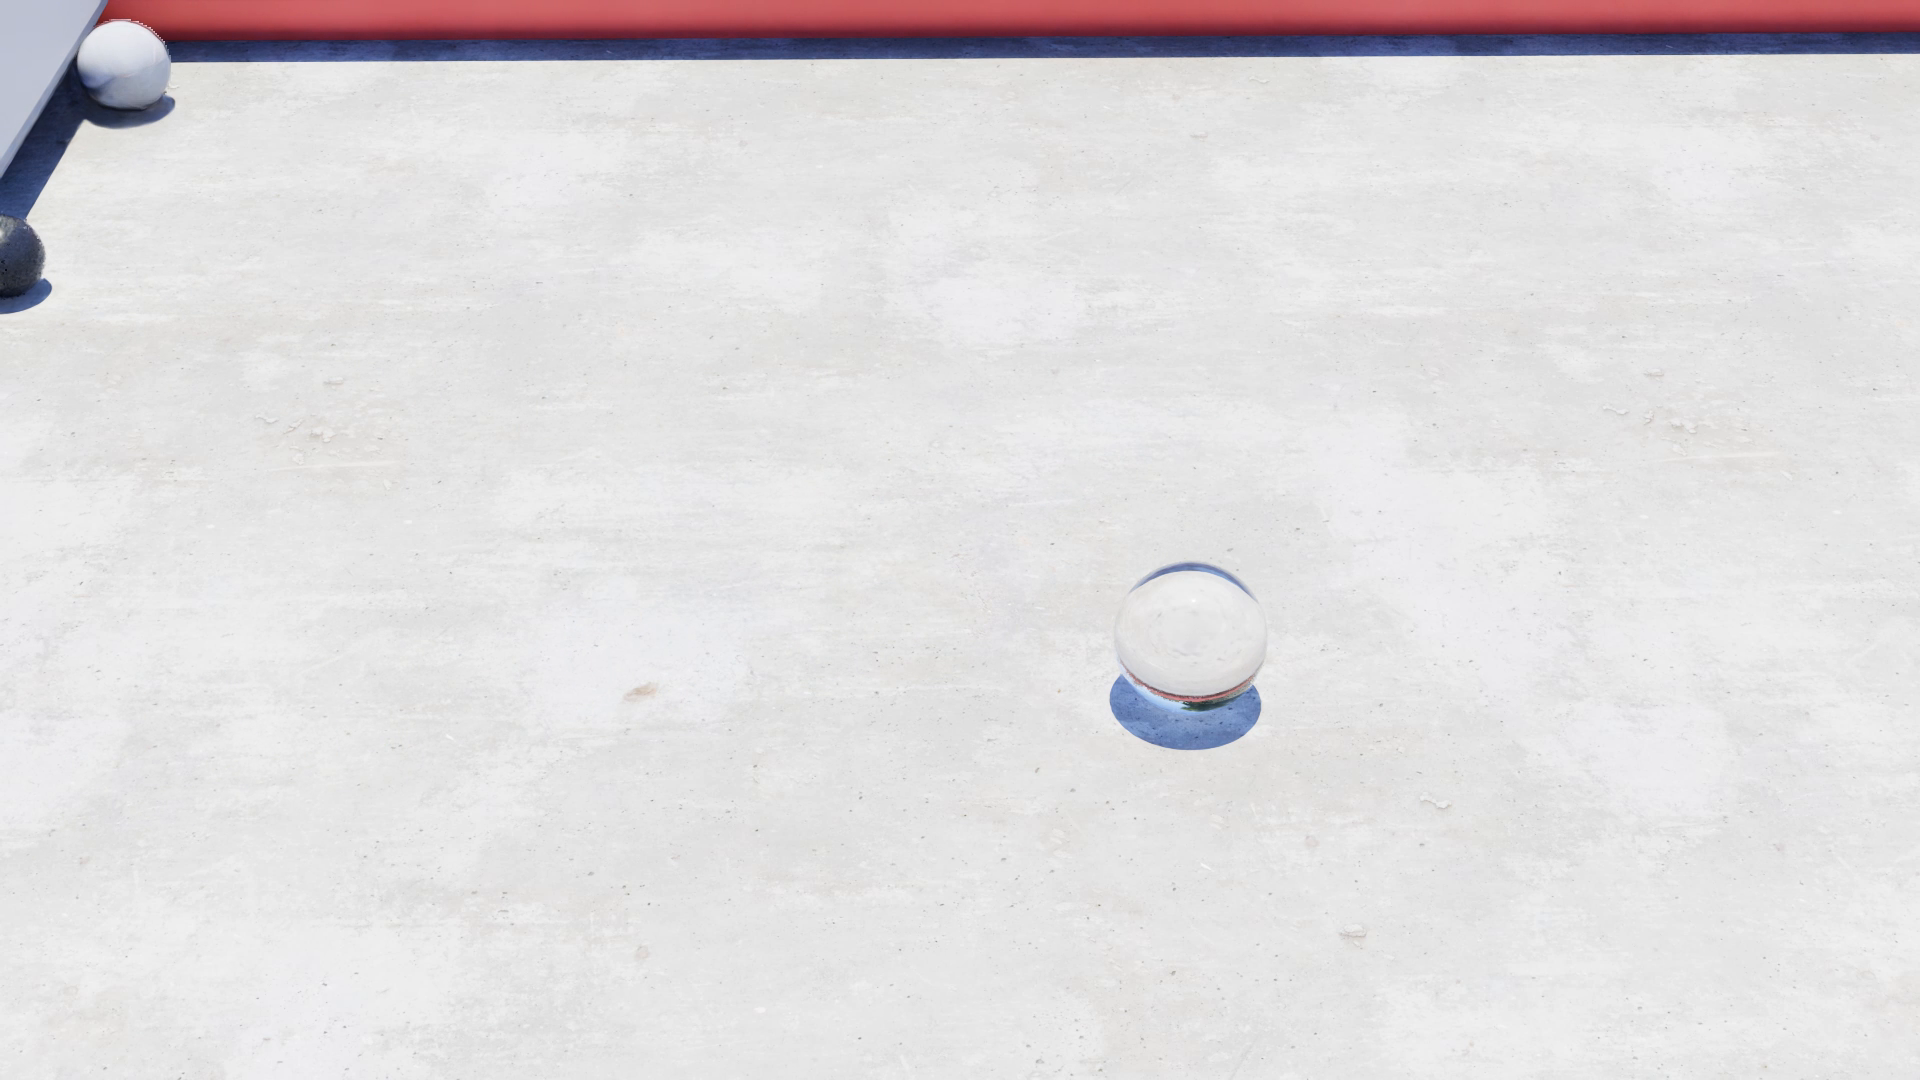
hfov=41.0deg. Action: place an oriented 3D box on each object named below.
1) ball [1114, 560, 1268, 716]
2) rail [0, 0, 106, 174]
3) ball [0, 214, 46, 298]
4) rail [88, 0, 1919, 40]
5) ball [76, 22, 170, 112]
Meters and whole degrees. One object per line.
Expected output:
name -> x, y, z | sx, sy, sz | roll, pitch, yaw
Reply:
ball -> 0.144, 0.061, 1.604 | 0.097, 0.097, 0.097 | 0, 36, 0
rail -> -0.797, -0.012, 1.679 | 0.045, 0.125, 1.766 | 0, 36, -1
ball -> -0.758, -0.224, 2.029 | 0.066, 0.066, 0.066 | 0, 36, 0
rail -> 0.810, -0.523, 2.393 | 3.281, 0.125, 0.045 | 0, 36, -1
ball -> -0.748, -0.423, 2.294 | 0.080, 0.080, 0.080 | 0, 36, 0
